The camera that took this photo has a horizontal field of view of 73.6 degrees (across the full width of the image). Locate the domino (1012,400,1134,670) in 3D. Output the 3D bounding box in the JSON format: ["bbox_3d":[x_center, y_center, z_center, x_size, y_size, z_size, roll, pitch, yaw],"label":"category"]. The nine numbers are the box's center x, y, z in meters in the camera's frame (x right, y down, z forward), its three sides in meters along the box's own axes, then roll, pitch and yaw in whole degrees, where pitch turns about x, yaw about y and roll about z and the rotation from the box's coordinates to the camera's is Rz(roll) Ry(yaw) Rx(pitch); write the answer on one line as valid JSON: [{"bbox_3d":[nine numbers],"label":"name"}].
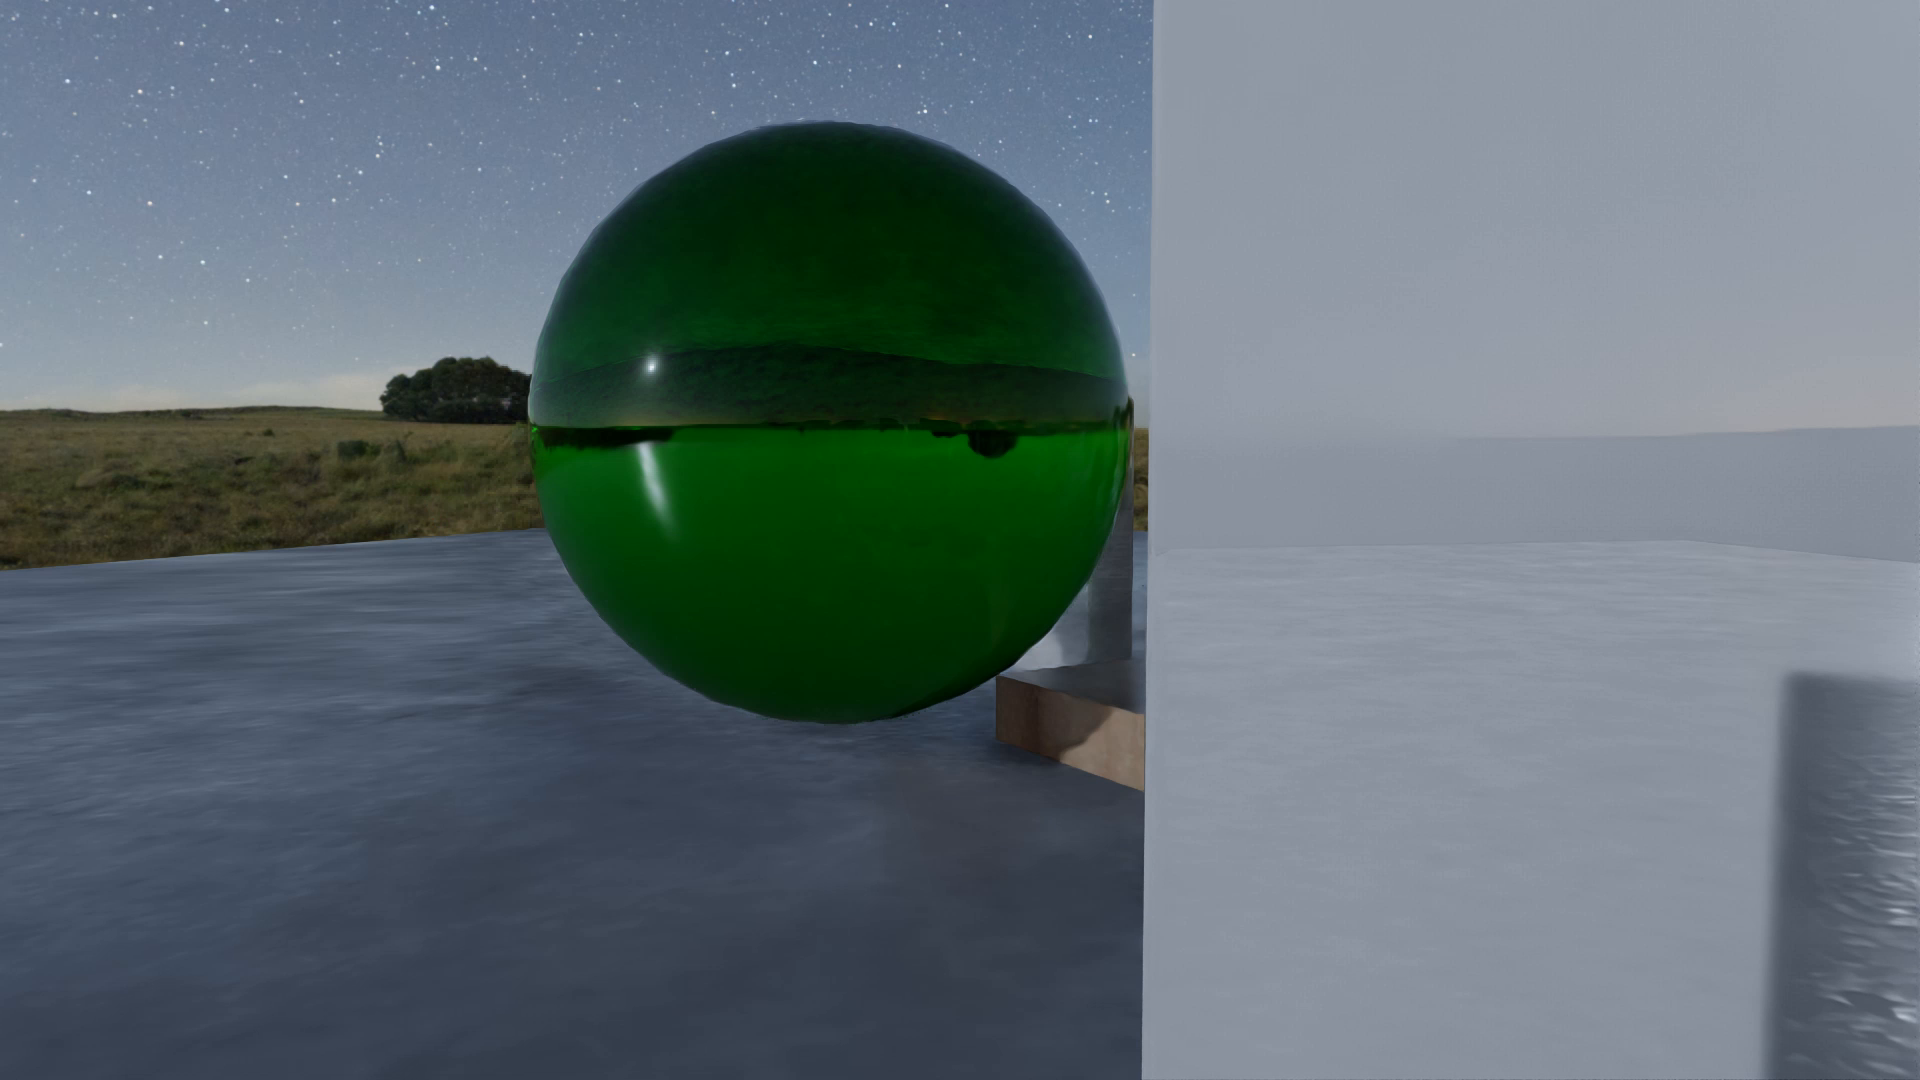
[{"bbox_3d":[0.020,0.000,0.235,0.010,0.050,0.025,-2,5,-29],"label":"domino"}]

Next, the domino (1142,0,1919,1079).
[{"bbox_3d":[0.014,0.017,0.012,0.009,0.050,0.025,-3,5,-37],"label":"domino"}]

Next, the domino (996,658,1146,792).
[{"bbox_3d":[0.029,0.025,0.170,0.025,0.010,0.050,-3,5,-32],"label":"domino"}]

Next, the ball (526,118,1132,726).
[{"bbox_3d":[-0.017,-0.015,0.174,0.080,0.080,0.080,0,4,0],"label":"ball"}]
